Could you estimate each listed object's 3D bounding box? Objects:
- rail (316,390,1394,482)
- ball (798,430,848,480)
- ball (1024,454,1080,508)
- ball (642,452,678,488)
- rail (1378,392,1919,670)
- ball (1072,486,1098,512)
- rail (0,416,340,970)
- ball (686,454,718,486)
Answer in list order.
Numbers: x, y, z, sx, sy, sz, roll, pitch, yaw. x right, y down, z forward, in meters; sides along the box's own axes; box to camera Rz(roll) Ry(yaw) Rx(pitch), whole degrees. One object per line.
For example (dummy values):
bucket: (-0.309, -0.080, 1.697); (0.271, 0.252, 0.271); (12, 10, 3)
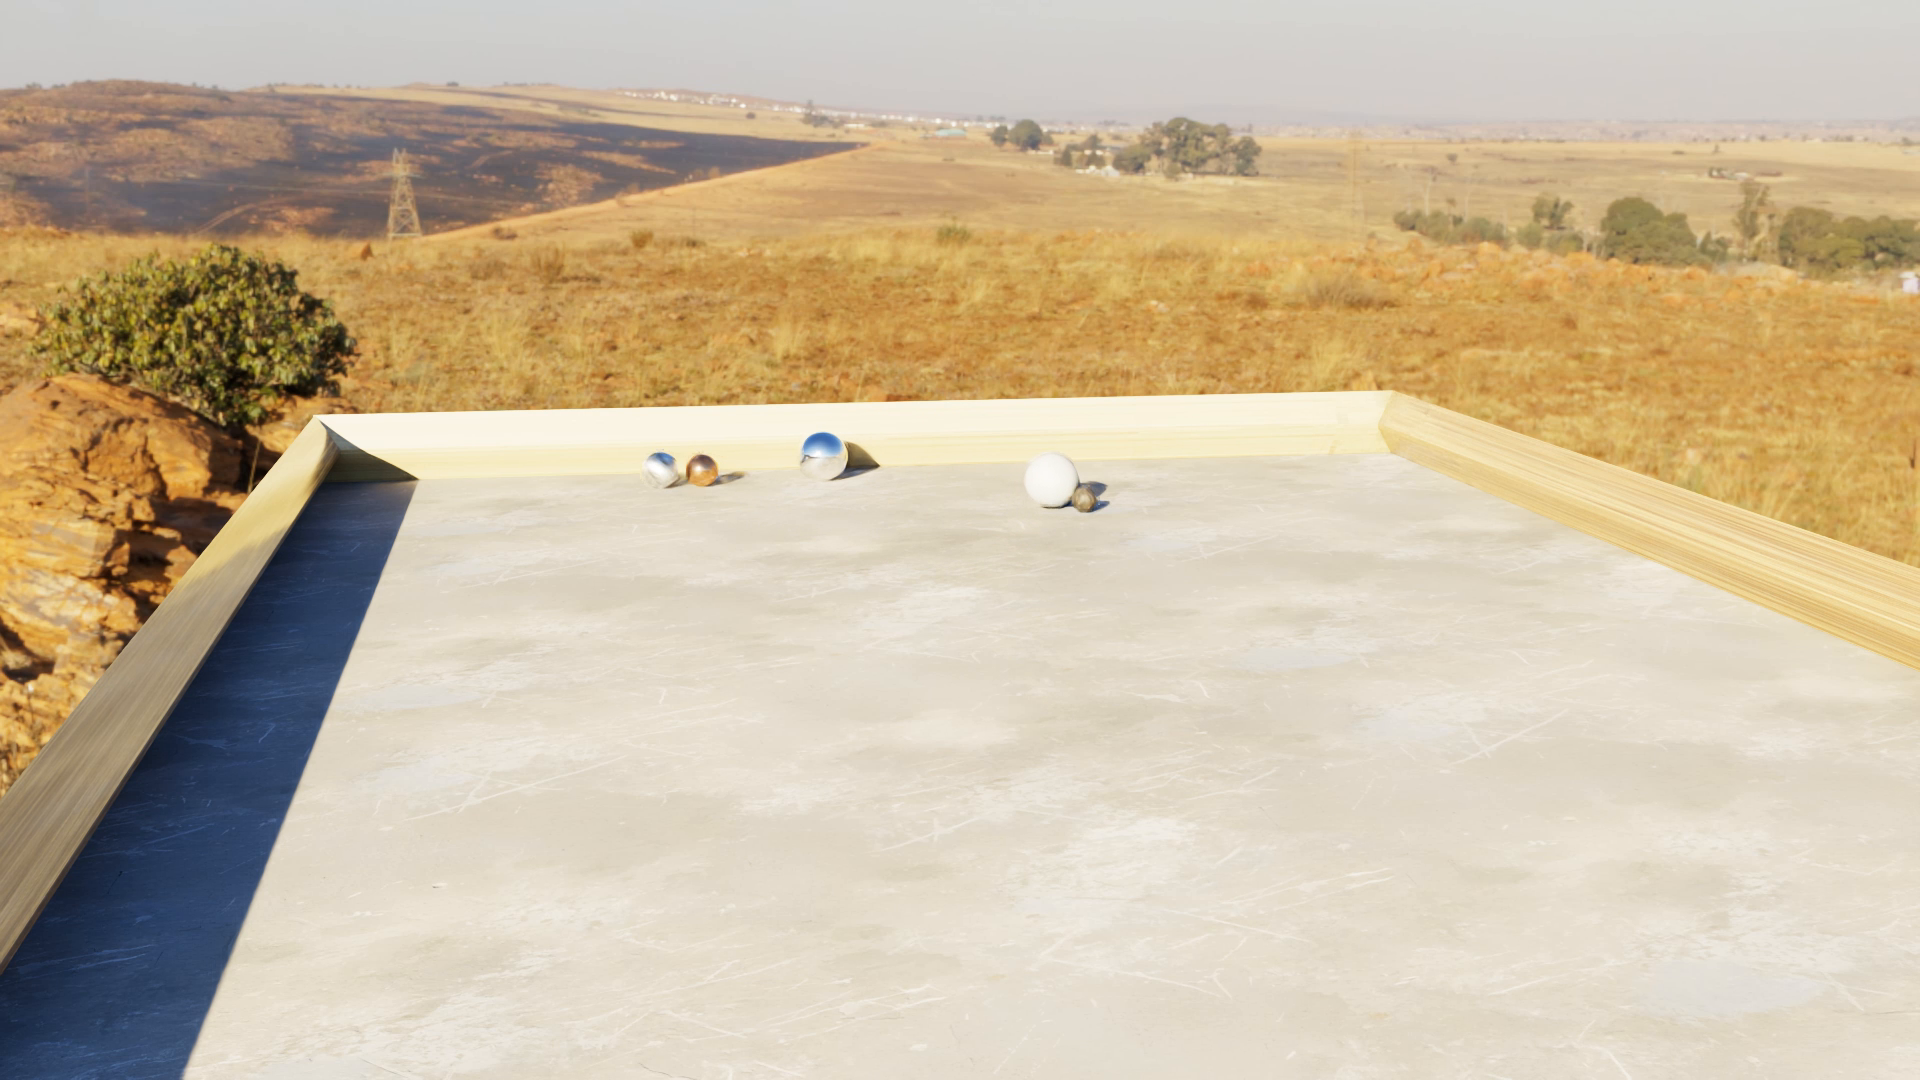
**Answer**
rail: (-0.146, -0.185, 3.933); (1.951, 0.115, 0.045); (-2, 11, -10)
ball: (-0.238, -0.146, 3.811); (0.087, 0.087, 0.087); (0, 11, 0)
ball: (0.148, -0.096, 3.550); (0.089, 0.089, 0.089); (0, 11, 0)
ball: (-0.509, -0.119, 3.736); (0.062, 0.062, 0.062); (0, 11, 0)
rail: (1.087, 0.104, 2.451); (0.045, 0.115, 3.449); (-2, 11, -10)
ball: (0.199, -0.064, 3.513); (0.041, 0.041, 0.041); (0, 11, 0)
rail: (-0.788, 0.168, 2.127); (0.045, 0.115, 3.449); (-2, 11, -10)
ball: (-0.441, -0.119, 3.754); (0.056, 0.056, 0.056); (0, 11, 0)
